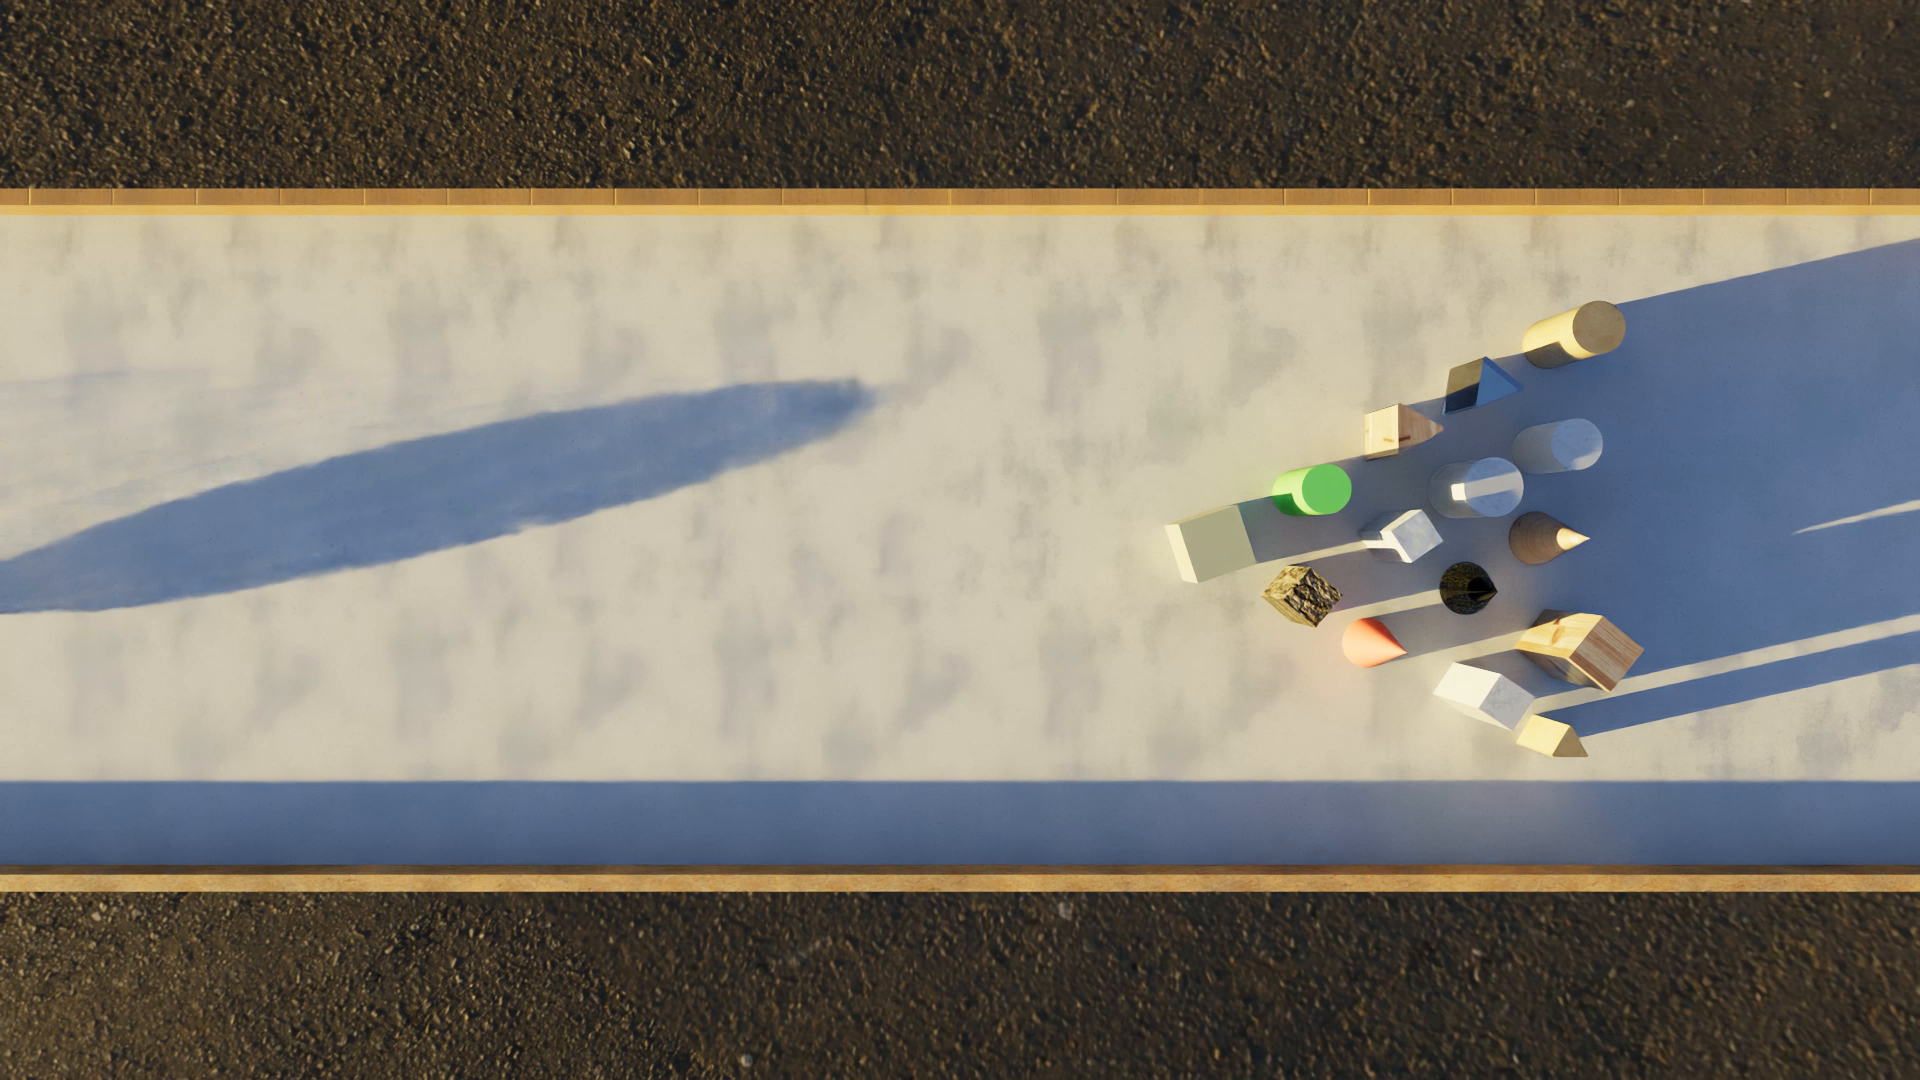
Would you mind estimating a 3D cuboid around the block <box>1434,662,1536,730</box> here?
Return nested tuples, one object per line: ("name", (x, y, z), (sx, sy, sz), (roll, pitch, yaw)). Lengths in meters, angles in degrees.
("block", (1.535, 0.457, 4.854), (0.116, 0.445, 0.116), (34, 90, 0))

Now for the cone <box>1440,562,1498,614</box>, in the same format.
("cone", (1.557, 0.149, 4.925), (0.163, 0.302, 0.163), (0, 90, 0))

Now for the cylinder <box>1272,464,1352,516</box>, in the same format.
("cylinder", (1.032, -0.144, 4.859), (0.141, 0.435, 0.141), (0, 90, 0))

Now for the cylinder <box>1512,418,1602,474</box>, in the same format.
("cylinder", (1.772, -0.276, 4.907), (0.149, 0.340, 0.149), (0, 90, 0))

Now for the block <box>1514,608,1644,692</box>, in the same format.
("block", (1.811, 0.319, 4.848), (0.152, 0.456, 0.152), (39, 90, 0))

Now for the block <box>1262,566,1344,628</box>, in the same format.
("block", (1.012, 0.165, 4.900), (0.122, 0.353, 0.122), (40, 90, 0))

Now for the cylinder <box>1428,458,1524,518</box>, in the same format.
("cylinder", (1.526, -0.151, 4.896), (0.172, 0.362, 0.172), (0, 90, 0))

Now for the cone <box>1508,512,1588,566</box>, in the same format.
("cone", (1.772, -0.005, 4.858), (0.166, 0.436, 0.166), (0, 90, 0))

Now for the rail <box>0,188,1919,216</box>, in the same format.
("rail", (-2.247, -1.025, 5.002), (12.000, 0.150, 0.050), (0, 90, 0))

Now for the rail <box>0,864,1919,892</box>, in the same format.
("rail", (-2.247, 1.025, 5.001), (12.000, 0.150, 0.050), (0, 90, 0))

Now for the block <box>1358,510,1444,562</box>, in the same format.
("block", (1.297, -0.011, 4.878), (0.108, 0.397, 0.108), (-34, 90, 0))

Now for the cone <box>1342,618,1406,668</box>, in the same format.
("cone", (1.253, 0.316, 4.851), (0.152, 0.451, 0.152), (0, 90, 0))

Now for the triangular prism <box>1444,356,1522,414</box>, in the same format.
("triangular prism", (1.533, -0.469, 4.911), (0.145, 0.331, 0.126), (-21, 90, 0))

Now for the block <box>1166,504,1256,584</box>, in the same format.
("block", (0.742, 0.012, 4.914), (0.179, 0.324, 0.179), (-18, 90, 0))

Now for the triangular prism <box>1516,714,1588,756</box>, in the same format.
("triangular prism", (1.766, 0.581, 4.924), (0.103, 0.305, 0.090), (1, 90, 0))

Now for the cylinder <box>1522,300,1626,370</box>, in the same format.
("cylinder", (1.806, -0.602, 4.869), (0.152, 0.414, 0.152), (0, 90, 0))

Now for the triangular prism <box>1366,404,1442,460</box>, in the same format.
("triangular prism", (1.282, -0.334, 4.886), (0.145, 0.380, 0.126), (-31, 90, 0))
